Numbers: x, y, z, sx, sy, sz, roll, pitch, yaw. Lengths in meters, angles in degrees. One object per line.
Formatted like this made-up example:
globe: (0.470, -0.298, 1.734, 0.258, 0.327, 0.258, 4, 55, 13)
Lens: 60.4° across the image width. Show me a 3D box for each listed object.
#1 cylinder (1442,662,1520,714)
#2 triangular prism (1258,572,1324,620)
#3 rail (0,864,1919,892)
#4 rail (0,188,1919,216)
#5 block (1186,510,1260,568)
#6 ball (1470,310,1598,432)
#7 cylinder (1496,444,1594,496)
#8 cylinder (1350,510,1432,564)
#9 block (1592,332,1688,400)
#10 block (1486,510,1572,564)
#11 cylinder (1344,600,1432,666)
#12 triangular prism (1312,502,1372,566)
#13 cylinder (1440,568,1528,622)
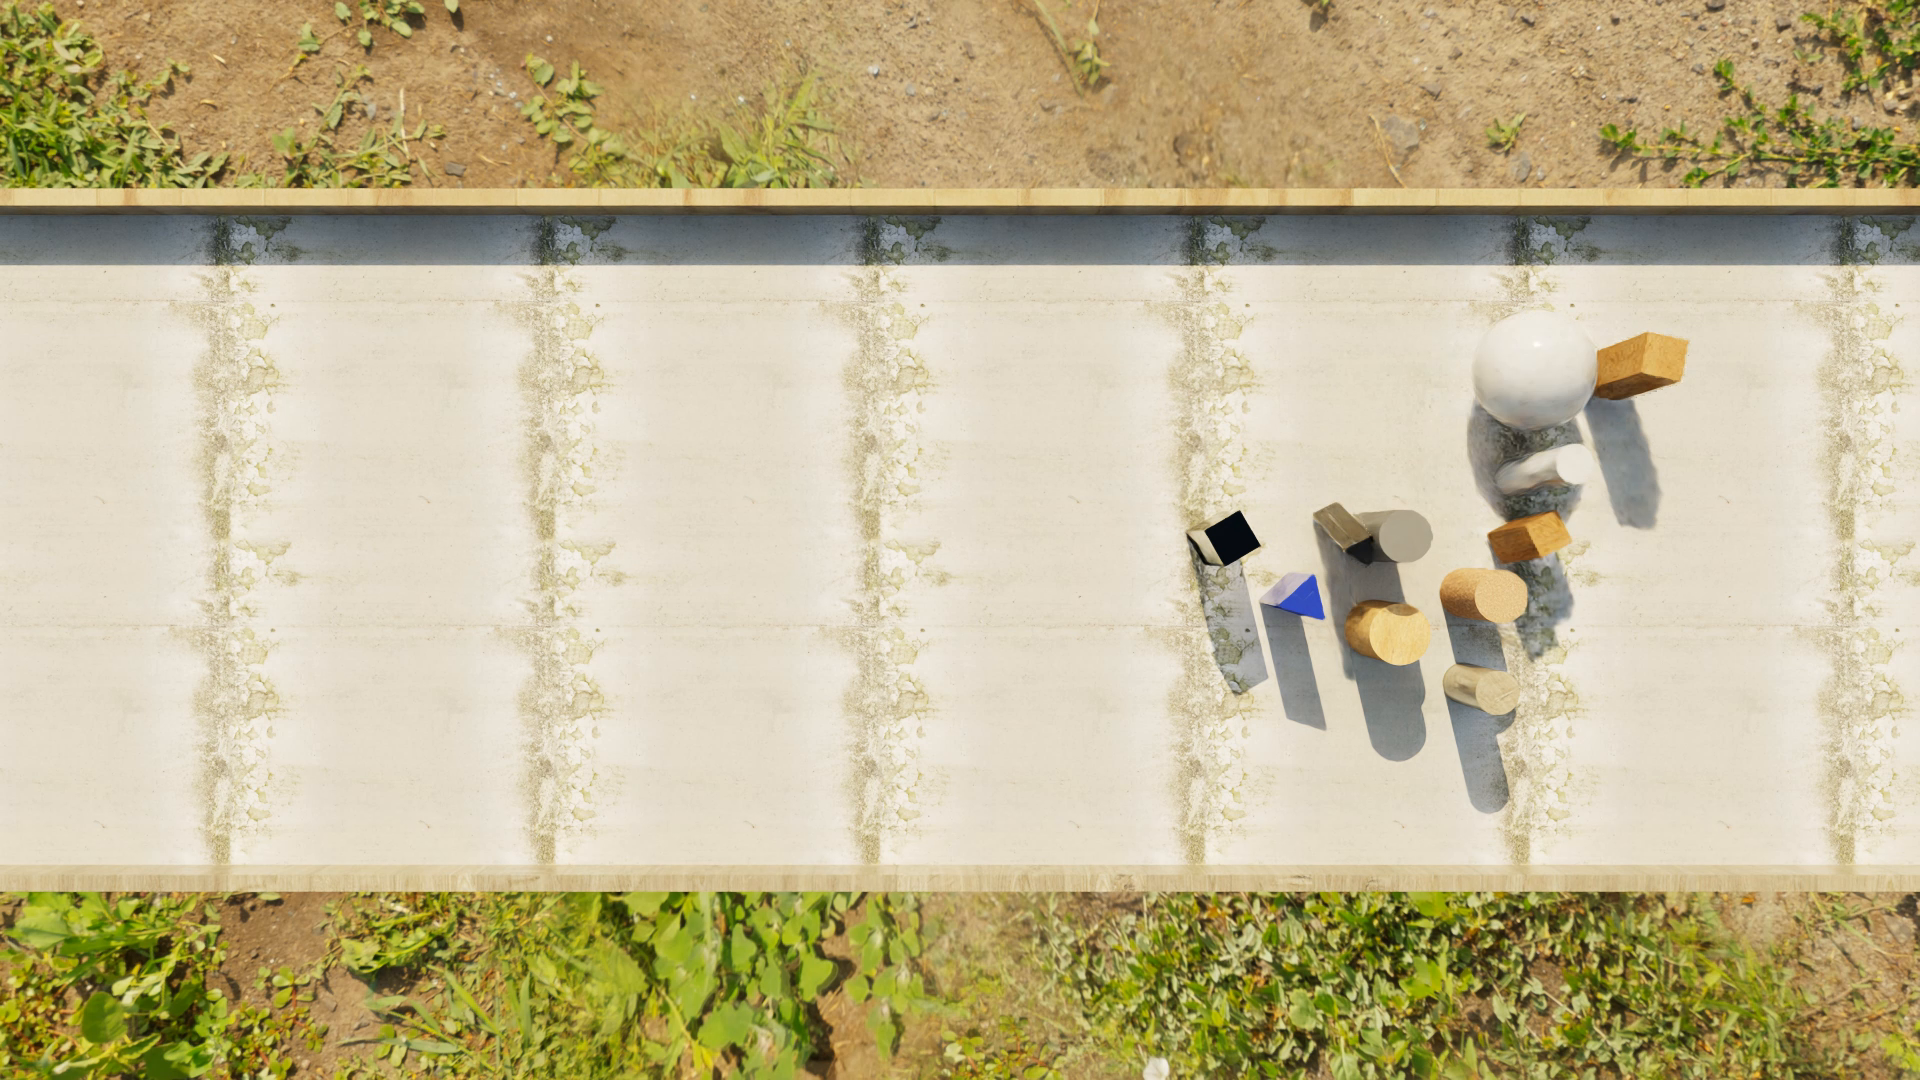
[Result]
cylinder: (1.549, 0.440, 4.913, 0.127, 0.326, 0.127, 0, 90, 0)
triangular prism: (0.999, 0.154, 4.904, 0.132, 0.345, 0.115, 17, 90, 0)
rail: (-2.247, 1.025, 5.001, 12.000, 0.150, 0.050, 0, 90, 0)
rail: (-2.247, -1.025, 5.002, 12.000, 0.150, 0.050, 0, 90, 0)
block: (0.774, -0.005, 4.880, 0.119, 0.393, 0.119, -30, 90, 0)
ball: (1.691, -0.498, 4.859, 0.356, 0.356, 0.356, 0, 90, 0)
cylinder: (1.722, -0.203, 4.871, 0.114, 0.400, 0.114, 0, 86, -6)
cylinder: (1.248, -0.010, 4.847, 0.150, 0.460, 0.150, 0, 90, 0)
block: (1.984, -0.509, 4.870, 0.119, 0.402, 0.119, 12, 86, -2)
block: (1.695, -0.006, 4.918, 0.105, 0.301, 0.105, -26, 87, -5)
cylinder: (1.273, 0.272, 4.922, 0.178, 0.309, 0.178, 0, 90, 0)
triangular prism: (1.145, -0.033, 4.877, 0.088, 0.381, 0.076, 30, 103, -10)
cylinder: (1.552, 0.162, 4.902, 0.152, 0.348, 0.152, 0, 90, 0)
